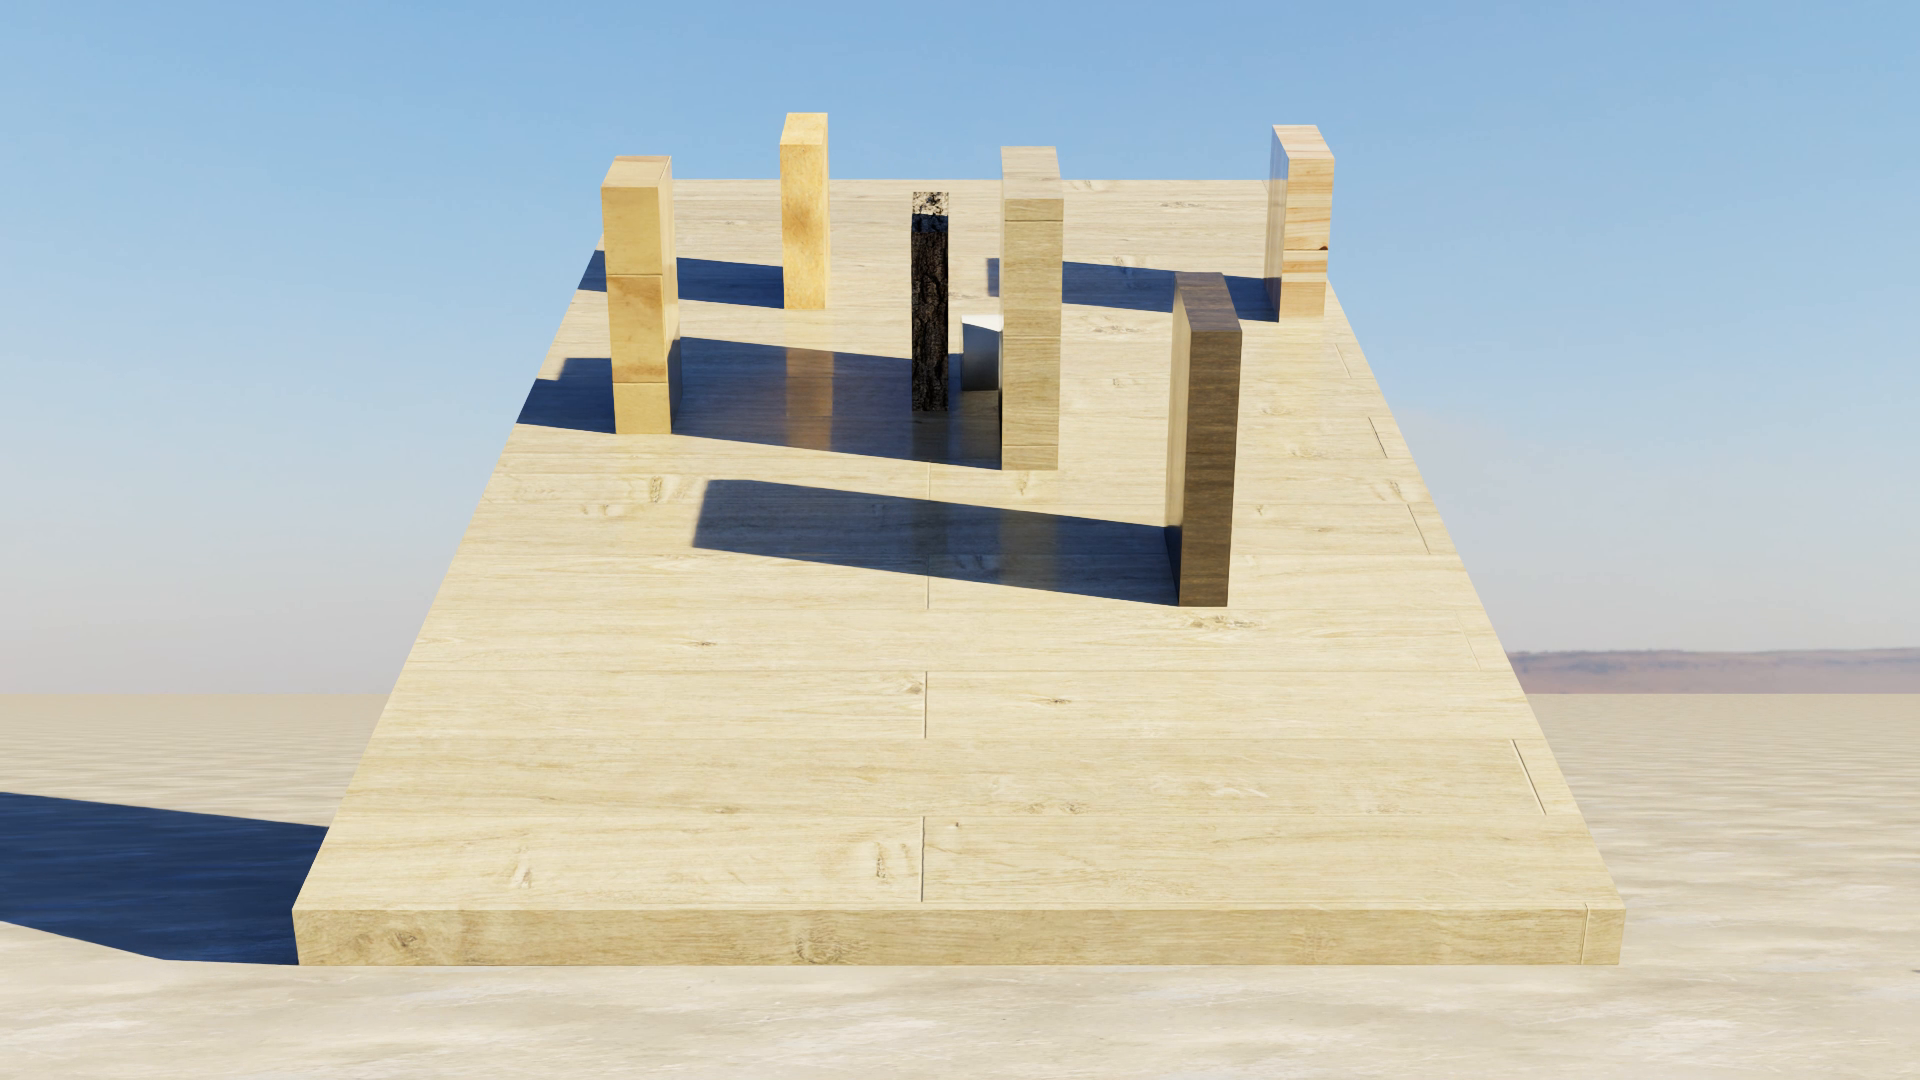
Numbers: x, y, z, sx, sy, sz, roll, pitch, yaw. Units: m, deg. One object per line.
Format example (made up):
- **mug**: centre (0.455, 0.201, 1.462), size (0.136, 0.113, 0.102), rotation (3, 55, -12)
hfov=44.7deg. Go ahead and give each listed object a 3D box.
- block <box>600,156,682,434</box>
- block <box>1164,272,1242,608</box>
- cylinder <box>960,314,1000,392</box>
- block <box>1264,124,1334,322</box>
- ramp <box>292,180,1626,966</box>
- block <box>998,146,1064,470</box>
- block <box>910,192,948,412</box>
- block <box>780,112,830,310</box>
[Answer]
- **block**: centre (-0.709, -0.549, 5.229), size (0.123, 0.570, 0.256), rotation (0, 24, 0)
- **block**: centre (0.462, -0.196, 4.481), size (0.092, 0.553, 0.349), rotation (0, 24, 0)
- **cylinder**: centre (0.092, -0.439, 5.464), size (0.179, 0.179, 0.179), rotation (-1, -4, -3)
- **block**: centre (0.867, -0.815, 5.995), size (0.113, 0.426, 0.333), rotation (0, 24, 0)
- **ramp**: centre (-0.008, -0.229, 5.338), size (2.000, 0.100, 4.000), rotation (0, 24, 0)
- **block**: centre (0.151, -0.511, 5.107), size (0.122, 0.606, 0.412), rotation (0, 24, 0)
- **block**: centre (-0.068, -0.558, 5.424), size (0.084, 0.426, 0.324), rotation (0, 24, 0)
- **block**: centre (-0.401, -0.859, 6.077), size (0.105, 0.434, 0.320), rotation (0, 24, 0)
